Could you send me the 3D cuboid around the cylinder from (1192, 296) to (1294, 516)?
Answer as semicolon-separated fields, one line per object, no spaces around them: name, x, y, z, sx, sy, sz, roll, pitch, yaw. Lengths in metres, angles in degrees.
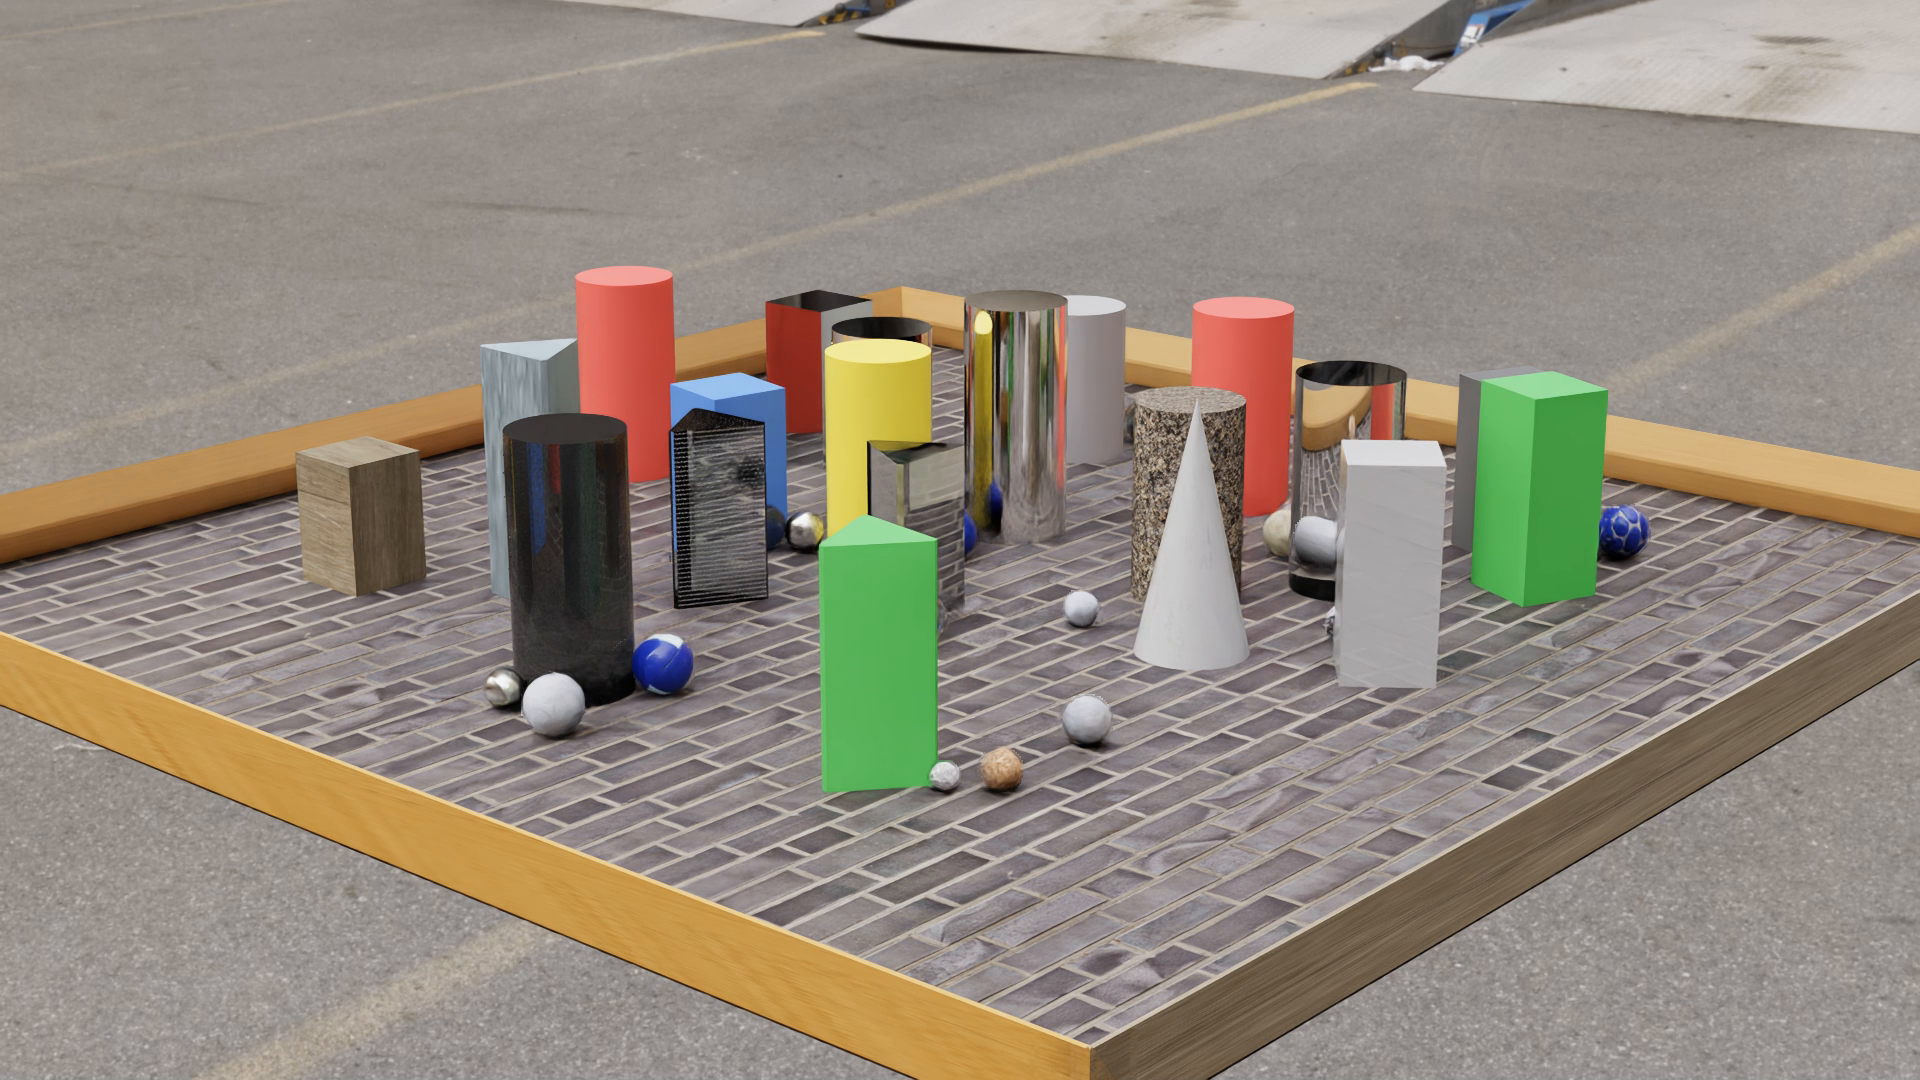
cylinder;0.539;-0.257;5.628;0.192;0.386;0.192;0;17;0

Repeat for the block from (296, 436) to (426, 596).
block;-1.058;-0.044;5.183;0.154;0.234;0.154;15;22;40

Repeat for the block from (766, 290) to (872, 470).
block;-0.285;-0.329;5.972;0.154;0.324;0.154;14;22;38

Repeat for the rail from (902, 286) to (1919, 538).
rail;0.917;-0.274;6.131;2.842;0.125;0.045;14;22;39

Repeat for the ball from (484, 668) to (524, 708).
ball;-0.710;0.231;4.568;0.063;0.063;0.063;0;17;0

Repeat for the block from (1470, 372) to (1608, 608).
block;1.007;-0.091;5.105;0.154;0.369;0.154;-8;19;-25

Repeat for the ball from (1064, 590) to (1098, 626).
ball;0.205;0.116;4.957;0.059;0.059;0.059;0;17;0

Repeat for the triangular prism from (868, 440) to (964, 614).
triangular prism;-0.101;-0.018;4.999;0.144;0.291;0.166;14;21;38

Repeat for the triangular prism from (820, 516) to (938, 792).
triangular prism;-0.127;0.161;4.266;0.166;0.371;0.144;-3;17;-10

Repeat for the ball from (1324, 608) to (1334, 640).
ball;0.632;0.138;4.833;0.063;0.063;0.063;0;17;0

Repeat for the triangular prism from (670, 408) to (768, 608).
triangular prism;-0.437;-0.060;5.096;0.166;0.315;0.144;-6;18;-20

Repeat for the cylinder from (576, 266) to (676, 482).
cylinder;-0.664;-0.332;5.854;0.192;0.398;0.192;0;17;0

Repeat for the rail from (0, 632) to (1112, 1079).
rail;-0.917;0.336;4.110;2.842;0.125;0.045;14;22;39

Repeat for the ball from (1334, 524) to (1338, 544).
ball;0.724;-0.010;5.322;0.089;0.089;0.089;0;17;0

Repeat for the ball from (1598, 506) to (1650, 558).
ball;1.203;-0.016;5.329;0.096;0.096;0.096;0;17;0

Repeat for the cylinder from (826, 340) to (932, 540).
cylinder;-0.148;-0.163;5.342;0.192;0.371;0.192;0;17;0

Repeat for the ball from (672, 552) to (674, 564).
ball;-0.494;0.031;5.259;0.047;0.047;0.047;0;17;0

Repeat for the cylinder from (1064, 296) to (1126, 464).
cylinder;0.242;-0.331;6.008;0.192;0.307;0.192;0;17;0

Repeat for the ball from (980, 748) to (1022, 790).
ball;0.059;0.332;4.240;0.060;0.060;0.060;0;17;0

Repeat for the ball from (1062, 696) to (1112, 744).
ball;0.191;0.272;4.416;0.073;0.073;0.073;0;17;0

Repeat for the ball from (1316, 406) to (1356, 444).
ball;0.782;-0.239;6.091;0.082;0.082;0.082;0;17;0

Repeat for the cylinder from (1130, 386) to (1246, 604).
cylinder;0.395;-0.074;5.083;0.192;0.350;0.192;0;17;0

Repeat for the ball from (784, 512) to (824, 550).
ball;-0.285;-0.017;5.373;0.073;0.073;0.073;0;17;0

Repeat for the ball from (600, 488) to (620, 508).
ball;-0.674;-0.080;5.638;0.040;0.040;0.040;0;17;0

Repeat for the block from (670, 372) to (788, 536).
block;-0.429;-0.149;5.447;0.154;0.283;0.154;-12;21;-35

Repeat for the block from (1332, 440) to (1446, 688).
block;0.684;0.037;4.686;0.154;0.366;0.154;1;17;3

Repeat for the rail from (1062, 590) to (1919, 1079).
rail;1.055;0.296;4.243;0.045;0.125;2.843;14;22;39

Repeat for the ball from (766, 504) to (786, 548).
ball;-0.361;-0.025;5.383;0.082;0.082;0.082;0;17;0

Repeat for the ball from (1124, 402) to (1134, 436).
ball;0.386;-0.252;6.129;0.086;0.086;0.086;0;17;0

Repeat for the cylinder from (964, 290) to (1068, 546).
cylinder;0.103;-0.229;5.439;0.192;0.440;0.192;0;17;0

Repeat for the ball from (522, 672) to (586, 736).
ball;-0.616;0.249;4.451;0.096;0.096;0.096;0;17;0

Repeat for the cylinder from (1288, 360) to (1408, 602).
cylinder;0.676;-0.104;5.120;0.192;0.385;0.192;0;17;0

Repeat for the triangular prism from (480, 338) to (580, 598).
triangular prism;-0.711;-0.120;5.076;0.166;0.443;0.144;15;22;40

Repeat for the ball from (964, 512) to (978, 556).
ball;-0.014;-0.010;5.316;0.092;0.092;0.092;0;17;0

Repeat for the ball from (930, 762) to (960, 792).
ball;-0.023;0.342;4.237;0.043;0.043;0.043;0;17;0

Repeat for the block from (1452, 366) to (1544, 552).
block;1.011;-0.137;5.341;0.154;0.322;0.154;-8;18;-24

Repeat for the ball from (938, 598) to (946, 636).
ball;-0.065;0.129;4.866;0.087;0.087;0.087;0;17;0

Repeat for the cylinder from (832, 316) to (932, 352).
cylinder;-0.149;-0.240;5.638;0.192;0.346;0.192;0;17;0

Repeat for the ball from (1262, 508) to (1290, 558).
ball;0.595;-0.013;5.334;0.088;0.088;0.088;0;17;0

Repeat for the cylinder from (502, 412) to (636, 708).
cylinder;-0.612;0.031;4.602;0.192;0.427;0.192;0;17;0

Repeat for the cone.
cone;0.382;-0.023;4.774;0.192;0.431;0.192;0;17;0

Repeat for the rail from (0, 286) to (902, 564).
rail;-1.055;-0.234;5.998;0.045;0.125;2.843;14;22;39

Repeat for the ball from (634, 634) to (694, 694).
ball;-0.468;0.195;4.630;0.096;0.096;0.096;0;17;0

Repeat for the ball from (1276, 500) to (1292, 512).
ball;0.621;-0.050;5.519;0.051;0.051;0.051;0;17;0
